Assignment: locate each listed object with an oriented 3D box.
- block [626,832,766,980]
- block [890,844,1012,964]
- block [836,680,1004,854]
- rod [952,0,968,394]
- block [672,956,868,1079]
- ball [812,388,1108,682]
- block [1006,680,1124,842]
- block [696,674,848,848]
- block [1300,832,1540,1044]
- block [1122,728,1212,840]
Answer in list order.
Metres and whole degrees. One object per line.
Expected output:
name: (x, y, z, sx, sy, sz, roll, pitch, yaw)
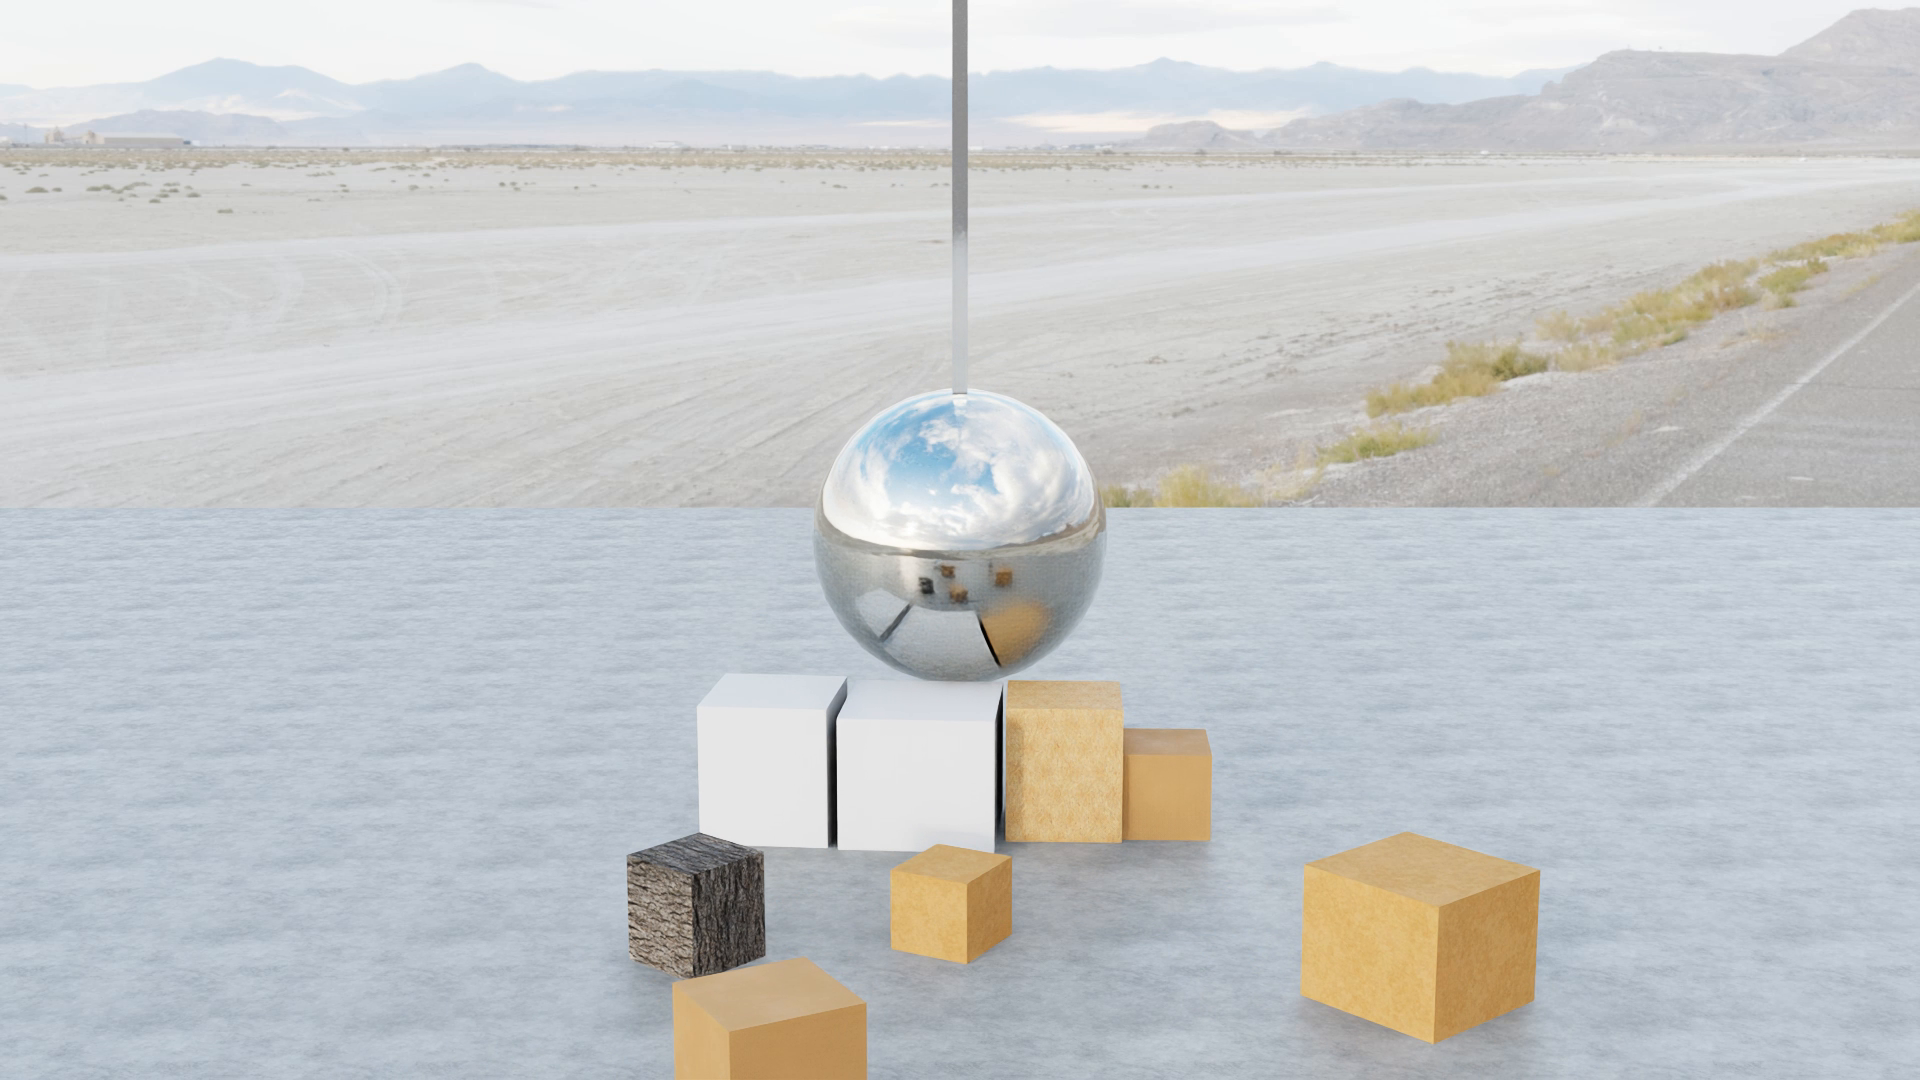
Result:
block: (-1.141, 1.585, 9.526, 0.413, 0.474, 0.421, 9, 14, 40)
block: (-0.036, 1.604, 9.730, 0.380, 0.363, 0.418, 6, 12, 28)
block: (-0.191, 1.153, 11.330, 0.784, 0.678, 0.802, 1, 10, 4)
rod: (0.000, -3.273, 10.887, 0.080, 5.200, 0.080, 0, 17, 0)
block: (-0.663, 1.860, 7.661, 0.510, 0.599, 0.497, -6, 12, -29)
ball: (0.000, -0.019, 11.874, 1.600, 1.600, 1.600, 0, 10, 0)
block: (0.536, 1.136, 11.374, 0.588, 0.694, 0.591, 0, 10, 2)
block: (-0.955, 1.128, 11.358, 0.652, 0.717, 0.696, 1, 10, 6)
block: (1.895, 1.620, 9.072, 0.677, 0.566, 0.678, -9, 14, -40)
block: (1.057, 1.260, 11.387, 0.451, 0.446, 0.515, 0, 10, 2)
